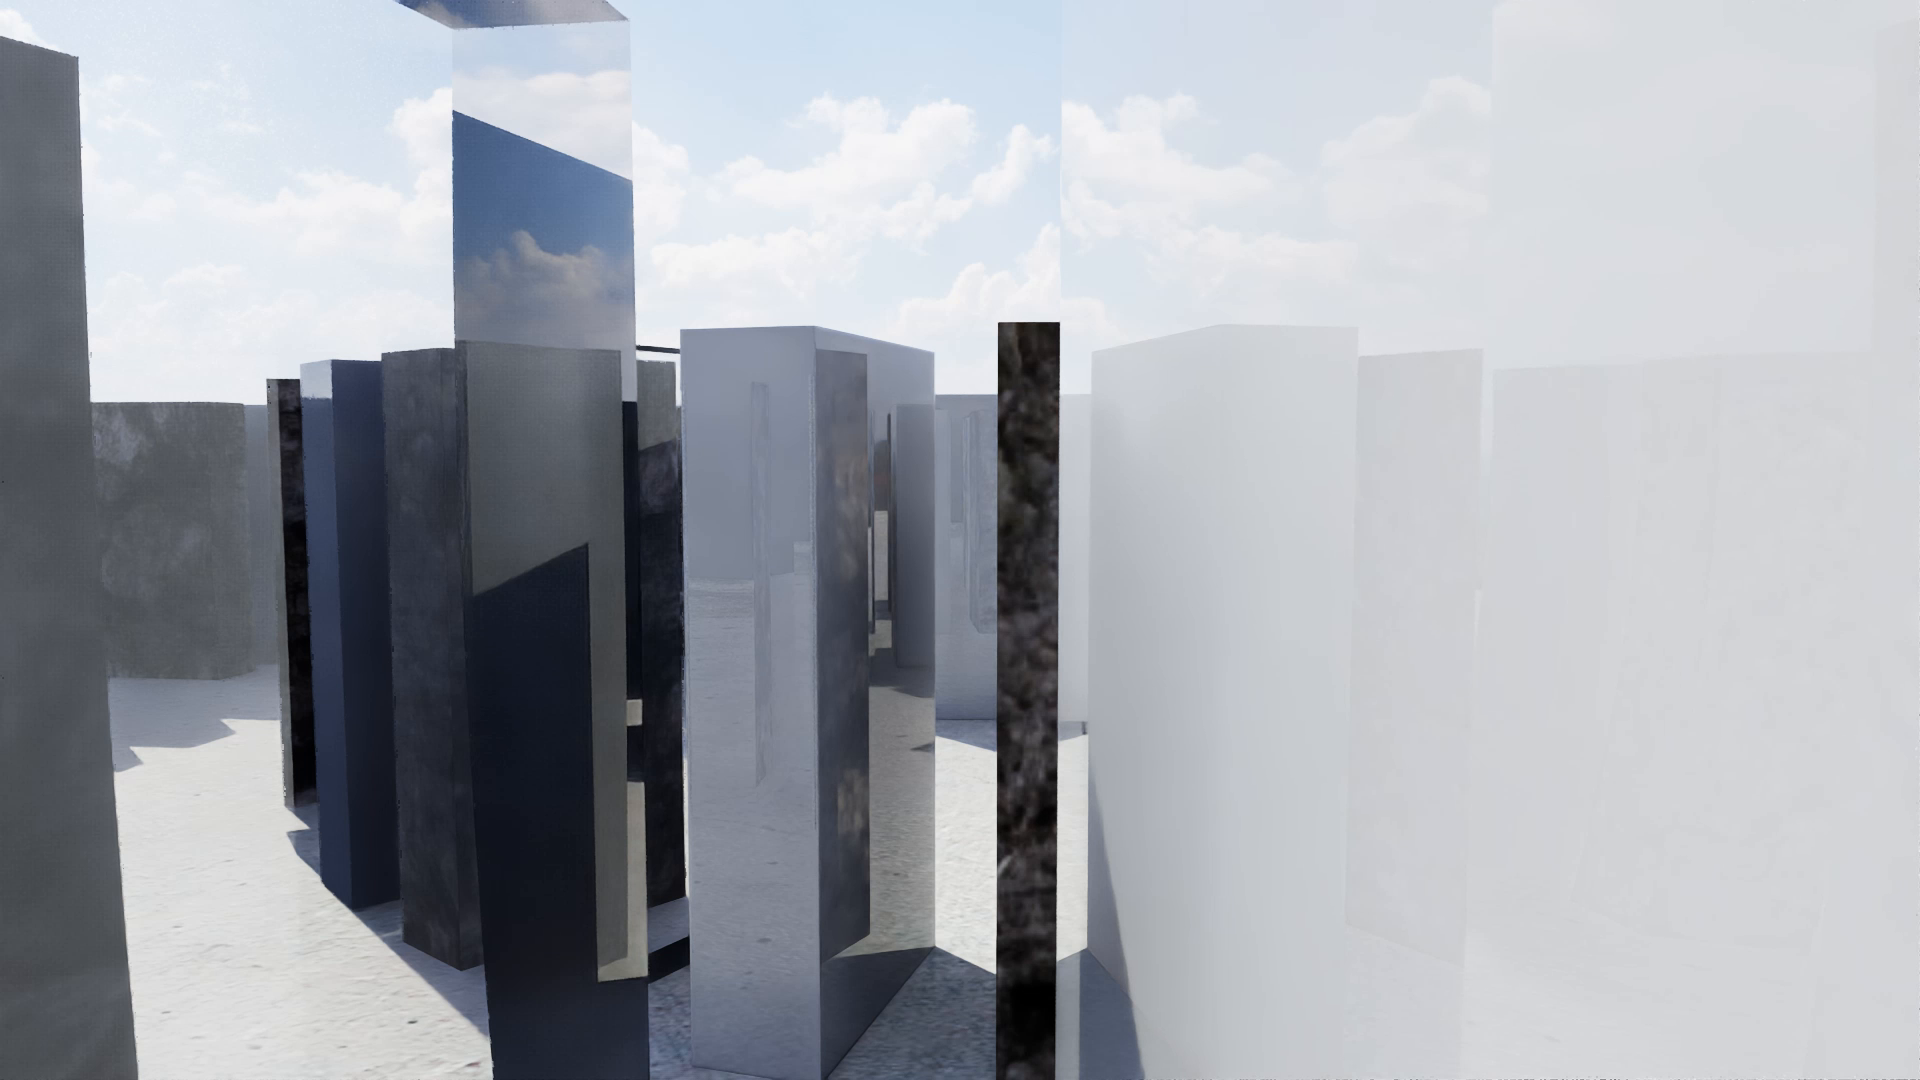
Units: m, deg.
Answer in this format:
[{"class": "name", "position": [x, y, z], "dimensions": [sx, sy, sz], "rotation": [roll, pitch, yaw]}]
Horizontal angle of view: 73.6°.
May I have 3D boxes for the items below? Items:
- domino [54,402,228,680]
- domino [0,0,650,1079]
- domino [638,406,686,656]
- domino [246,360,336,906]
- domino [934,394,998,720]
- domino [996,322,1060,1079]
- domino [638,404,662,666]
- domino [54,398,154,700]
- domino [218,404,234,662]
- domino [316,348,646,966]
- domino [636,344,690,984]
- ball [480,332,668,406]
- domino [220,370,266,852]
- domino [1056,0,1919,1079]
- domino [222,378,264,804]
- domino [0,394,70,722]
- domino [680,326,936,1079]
[{"class": "domino", "position": [-0.151, 0.000, 0.237], "dimensions": [0.025, 0.050, 0.010], "rotation": [1, 4, 8]}, {"class": "domino", "position": [-0.012, 0.017, 0.013], "dimensions": [0.009, 0.050, 0.025], "rotation": [1, 4, 8]}, {"class": "domino", "position": [-0.063, -0.002, 0.266], "dimensions": [0.025, 0.050, 0.009], "rotation": [3, 5, 34]}, {"class": "domino", "position": [-0.055, 0.008, 0.128], "dimensions": [0.025, 0.050, 0.009], "rotation": [-4, 6, -42]}, {"class": "domino", "position": [0.000, 0.002, 0.201], "dimensions": [0.025, 0.050, 0.009], "rotation": [0, 4, 0]}, {"class": "domino", "position": [0.008, 0.011, 0.093], "dimensions": [0.010, 0.050, 0.025], "rotation": [0, 4, 4]}, {"class": "domino", "position": [-0.072, -0.001, 0.250], "dimensions": [0.025, 0.050, 0.010], "rotation": [2, 5, 22]}, {"class": "domino", "position": [-0.153, 0.001, 0.218], "dimensions": [0.025, 0.050, 0.009], "rotation": [1, 4, 7]}, {"class": "domino", "position": [-0.148, -0.002, 0.255], "dimensions": [0.025, 0.050, 0.009], "rotation": [1, 4, 9]}, {"class": "domino", "position": [-0.042, 0.009, 0.115], "dimensions": [0.010, 0.050, 0.025], "rotation": [4, 6, 41]}, {"class": "domino", "position": [-0.027, 0.010, 0.104], "dimensions": [0.009, 0.050, 0.025], "rotation": [3, 5, 32]}, {"class": "ball", "position": [-0.136, -0.030, 0.434], "dimensions": [0.080, 0.080, 0.080], "rotation": [0, 4, 0]}, {"class": "domino", "position": [-0.067, 0.007, 0.143], "dimensions": [0.025, 0.050, 0.010], "rotation": [-3, 5, -33]}, {"class": "domino", "position": [0.006, 0.017, 0.011], "dimensions": [0.009, 0.050, 0.025], "rotation": [0, 4, 2]}, {"class": "domino", "position": [-0.075, 0.006, 0.159], "dimensions": [0.025, 0.050, 0.009], "rotation": [-2, 5, -22]}, {"class": "domino", "position": [-0.155, 0.003, 0.200], "dimensions": [0.025, 0.050, 0.009], "rotation": [0, 4, 5]}, {"class": "domino", "position": [-0.010, 0.010, 0.096], "dimensions": [0.010, 0.050, 0.025], "rotation": [1, 4, 17]}]
